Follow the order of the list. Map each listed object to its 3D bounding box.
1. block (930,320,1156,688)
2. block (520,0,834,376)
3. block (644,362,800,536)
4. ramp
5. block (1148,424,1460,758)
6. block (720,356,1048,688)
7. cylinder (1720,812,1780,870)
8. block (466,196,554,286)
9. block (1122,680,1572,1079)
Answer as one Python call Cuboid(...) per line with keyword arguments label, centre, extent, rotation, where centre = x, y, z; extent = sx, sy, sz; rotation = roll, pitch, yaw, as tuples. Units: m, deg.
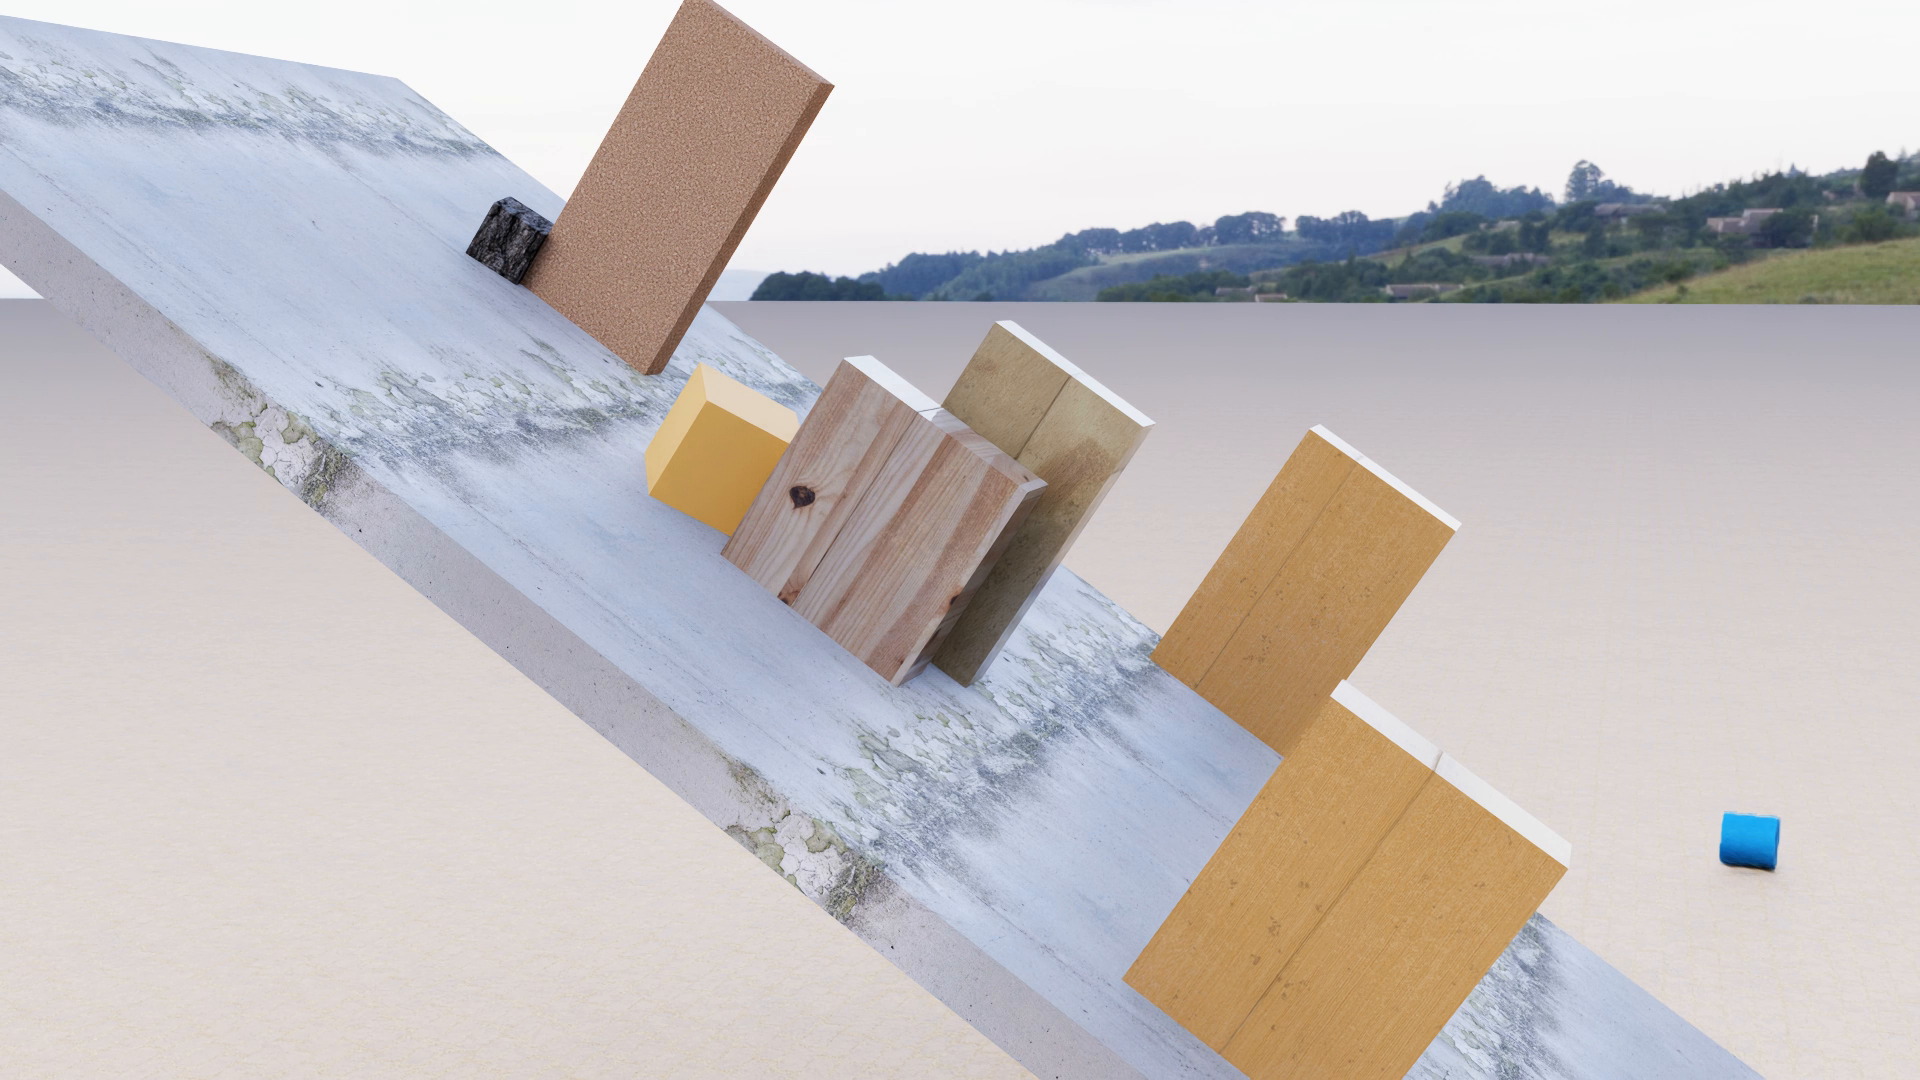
Cuboid(label="block", centre=(0.051, -0.064, 3.924), extent=(0.319, 0.571, 0.102), rotation=(36, 15, 10))
Cuboid(label="block", centre=(-0.572, -0.709, 4.411), extent=(0.330, 0.689, 0.082), rotation=(36, 15, 10))
Cuboid(label="block", centre=(-0.423, -0.157, 3.946), extent=(0.202, 0.202, 0.202), rotation=(28, 16, -20))
Cuboid(label="ramp", centre=(-0.111, 0.191, 4.092), extent=(4.000, 0.100, 2.000), rotation=(36, 15, 10))
Cuboid(label="block", centre=(0.738, 0.110, 4.723), extent=(0.368, 0.608, 0.149), rotation=(36, 15, 10))
Cuboid(label="block", centre=(-0.131, -0.035, 3.773), extent=(0.387, 0.410, 0.137), rotation=(36, 15, 10))
Cuboid(label="cylinder", centre=(2.473, 0.944, 6.887), extent=(0.159, 0.159, 0.159), rotation=(5, 8, 25))
Cuboid(label="block", centre=(-0.915, -0.614, 4.502), extent=(0.121, 0.121, 0.121), rotation=(32, 15, -4))
Cuboid(label="block", centre=(0.555, 0.540, 3.182), extent=(0.398, 0.529, 0.136), rotation=(36, 15, 10))
